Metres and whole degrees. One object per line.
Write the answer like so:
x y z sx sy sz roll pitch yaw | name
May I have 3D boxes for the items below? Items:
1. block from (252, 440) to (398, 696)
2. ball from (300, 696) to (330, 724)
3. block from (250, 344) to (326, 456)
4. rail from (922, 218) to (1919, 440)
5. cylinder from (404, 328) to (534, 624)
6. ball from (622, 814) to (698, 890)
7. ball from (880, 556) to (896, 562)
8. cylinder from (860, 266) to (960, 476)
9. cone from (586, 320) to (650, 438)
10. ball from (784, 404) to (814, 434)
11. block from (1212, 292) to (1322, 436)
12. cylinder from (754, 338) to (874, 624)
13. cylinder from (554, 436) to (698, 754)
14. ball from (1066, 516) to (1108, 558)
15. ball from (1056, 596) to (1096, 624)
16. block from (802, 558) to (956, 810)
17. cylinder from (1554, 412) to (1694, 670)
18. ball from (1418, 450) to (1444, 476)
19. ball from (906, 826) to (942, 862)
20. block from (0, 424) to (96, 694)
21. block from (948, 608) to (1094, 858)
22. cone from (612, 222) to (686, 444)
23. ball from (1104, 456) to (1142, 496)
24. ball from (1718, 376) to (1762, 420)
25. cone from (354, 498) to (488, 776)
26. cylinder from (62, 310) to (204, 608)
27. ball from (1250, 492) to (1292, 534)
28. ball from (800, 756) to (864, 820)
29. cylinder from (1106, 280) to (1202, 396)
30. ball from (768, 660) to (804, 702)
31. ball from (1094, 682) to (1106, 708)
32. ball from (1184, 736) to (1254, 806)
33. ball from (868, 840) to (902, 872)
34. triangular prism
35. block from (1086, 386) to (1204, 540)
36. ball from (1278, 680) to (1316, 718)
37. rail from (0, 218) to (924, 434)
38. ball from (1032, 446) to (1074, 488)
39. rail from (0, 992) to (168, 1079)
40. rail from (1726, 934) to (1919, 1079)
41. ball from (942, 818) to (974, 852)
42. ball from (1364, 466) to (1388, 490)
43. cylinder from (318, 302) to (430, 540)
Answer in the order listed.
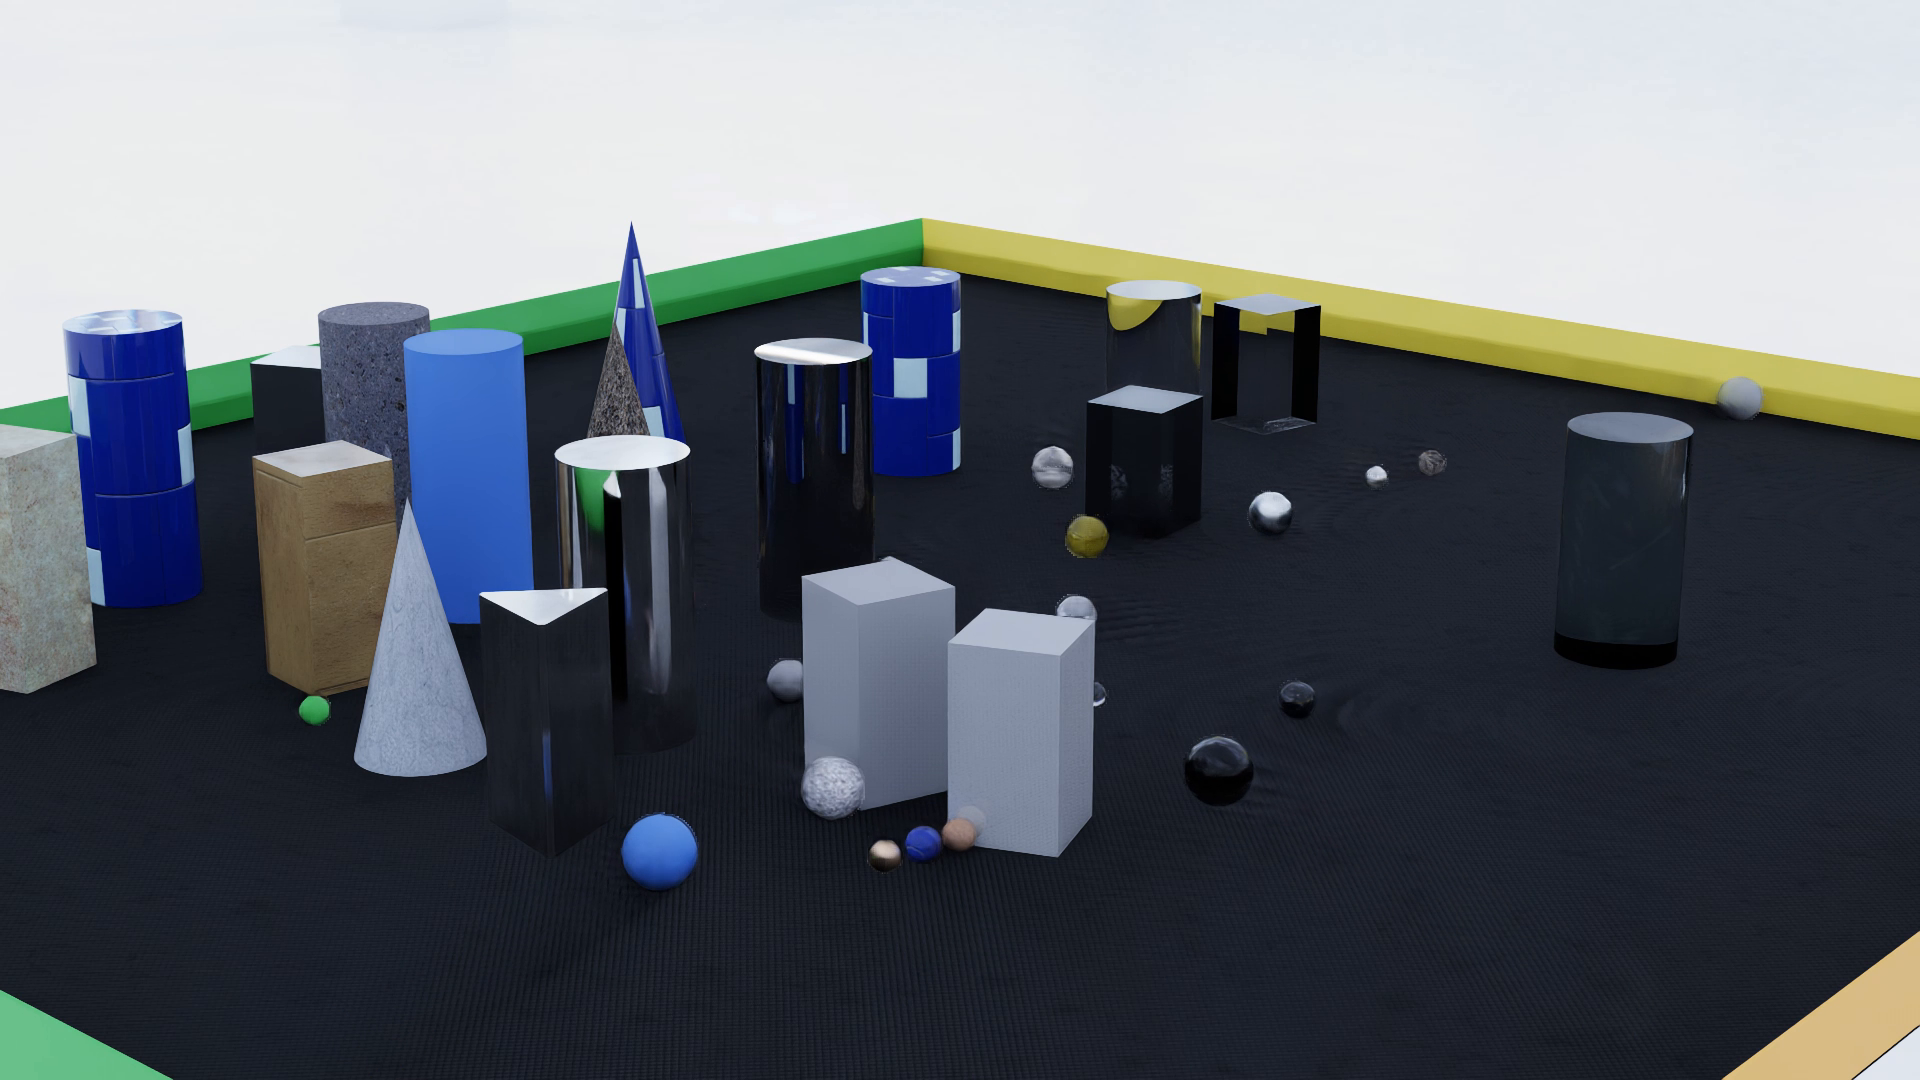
-1.007 0.044 4.682 0.160 0.362 0.160 -14 22 -38 | block
-0.993 0.261 4.509 0.045 0.045 0.045 0 17 0 | ball
-1.228 -0.198 5.579 0.160 0.309 0.160 5 18 17 | block
1.377 -0.425 6.639 3.958 0.130 0.045 14 22 39 | rail
-0.838 -0.111 5.012 0.200 0.468 0.200 0 17 0 | cylinder
-0.400 0.416 3.902 0.100 0.100 0.100 0 17 0 | ball
-0.125 0.050 5.220 0.041 0.041 0.041 0 17 0 | ball
-0.099 -0.341 5.916 0.200 0.388 0.200 0 17 0 | cylinder
-0.652 -0.238 5.589 0.200 0.380 0.200 0 17 0 | cone
-0.342 -0.256 6.200 0.062 0.062 0.062 0 17 0 | ball
0.653 -0.378 6.262 0.160 0.259 0.160 -13 21 -37 | block
-0.247 -0.102 5.013 0.200 0.452 0.200 0 17 0 | cylinder
-0.501 0.081 4.420 0.200 0.442 0.200 0 17 0 | cylinder
0.232 -0.007 5.346 0.077 0.077 0.077 0 17 0 | ball
0.196 0.127 4.919 0.068 0.068 0.068 0 17 0 | ball
-0.117 0.207 4.236 0.160 0.308 0.160 -10 20 -31 | block
1.084 0.000 4.798 0.200 0.380 0.200 0 17 0 | cylinder
0.945 -0.154 5.879 0.052 0.052 0.052 0 17 0 | ball
-0.049 0.414 3.995 0.050 0.050 0.050 0 17 0 | ball
-1.515 0.028 4.693 0.160 0.387 0.160 8 18 24 | block
0.085 0.265 4.069 0.160 0.292 0.160 6 18 19 | block
-0.670 -0.426 6.043 0.200 0.477 0.200 0 17 0 | cone
0.320 -0.125 5.740 0.076 0.076 0.076 0 17 0 | ball
1.677 -0.305 6.307 0.093 0.093 0.093 0 17 0 | ball
-0.808 0.127 4.342 0.200 0.399 0.200 0 17 0 | cone
-1.433 -0.142 5.089 0.200 0.484 0.200 0 17 0 | cylinder
0.582 -0.050 5.483 0.081 0.081 0.081 0 17 0 | ball
-0.180 0.349 4.140 0.090 0.090 0.090 0 17 0 | ball
0.407 -0.379 6.186 0.200 0.305 0.200 0 17 0 | cylinder
-0.269 0.221 4.606 0.067 0.067 0.067 0 17 0 | ball
0.208 0.241 4.585 0.040 0.040 0.040 0 17 0 | ball
0.369 0.331 4.187 0.099 0.099 0.099 0 17 0 | ball
-0.101 0.427 3.963 0.044 0.044 0.044 0 17 0 | ball
-0.550 0.241 4.072 0.150 0.336 0.173 -12 21 -35 | triangular prism
0.347 -0.148 5.527 0.160 0.243 0.160 11 20 32 | block
0.522 0.247 4.534 0.058 0.058 0.058 0 17 0 | ball
-1.477 -0.337 6.347 0.045 0.130 4.249 14 22 39 | rail
0.183 -0.143 5.787 0.083 0.083 0.083 0 17 0 | ball
-1.377 0.490 3.601 3.958 0.130 0.045 14 22 39 | rail
1.477 0.402 3.892 0.045 0.130 4.249 14 22 39 | rail
-0.003 0.405 4.030 0.046 0.046 0.046 0 17 0 | ball
0.821 -0.122 5.784 0.046 0.046 0.046 0 17 0 | ball
-1.063 -0.204 5.379 0.200 0.434 0.200 0 17 0 | cylinder
